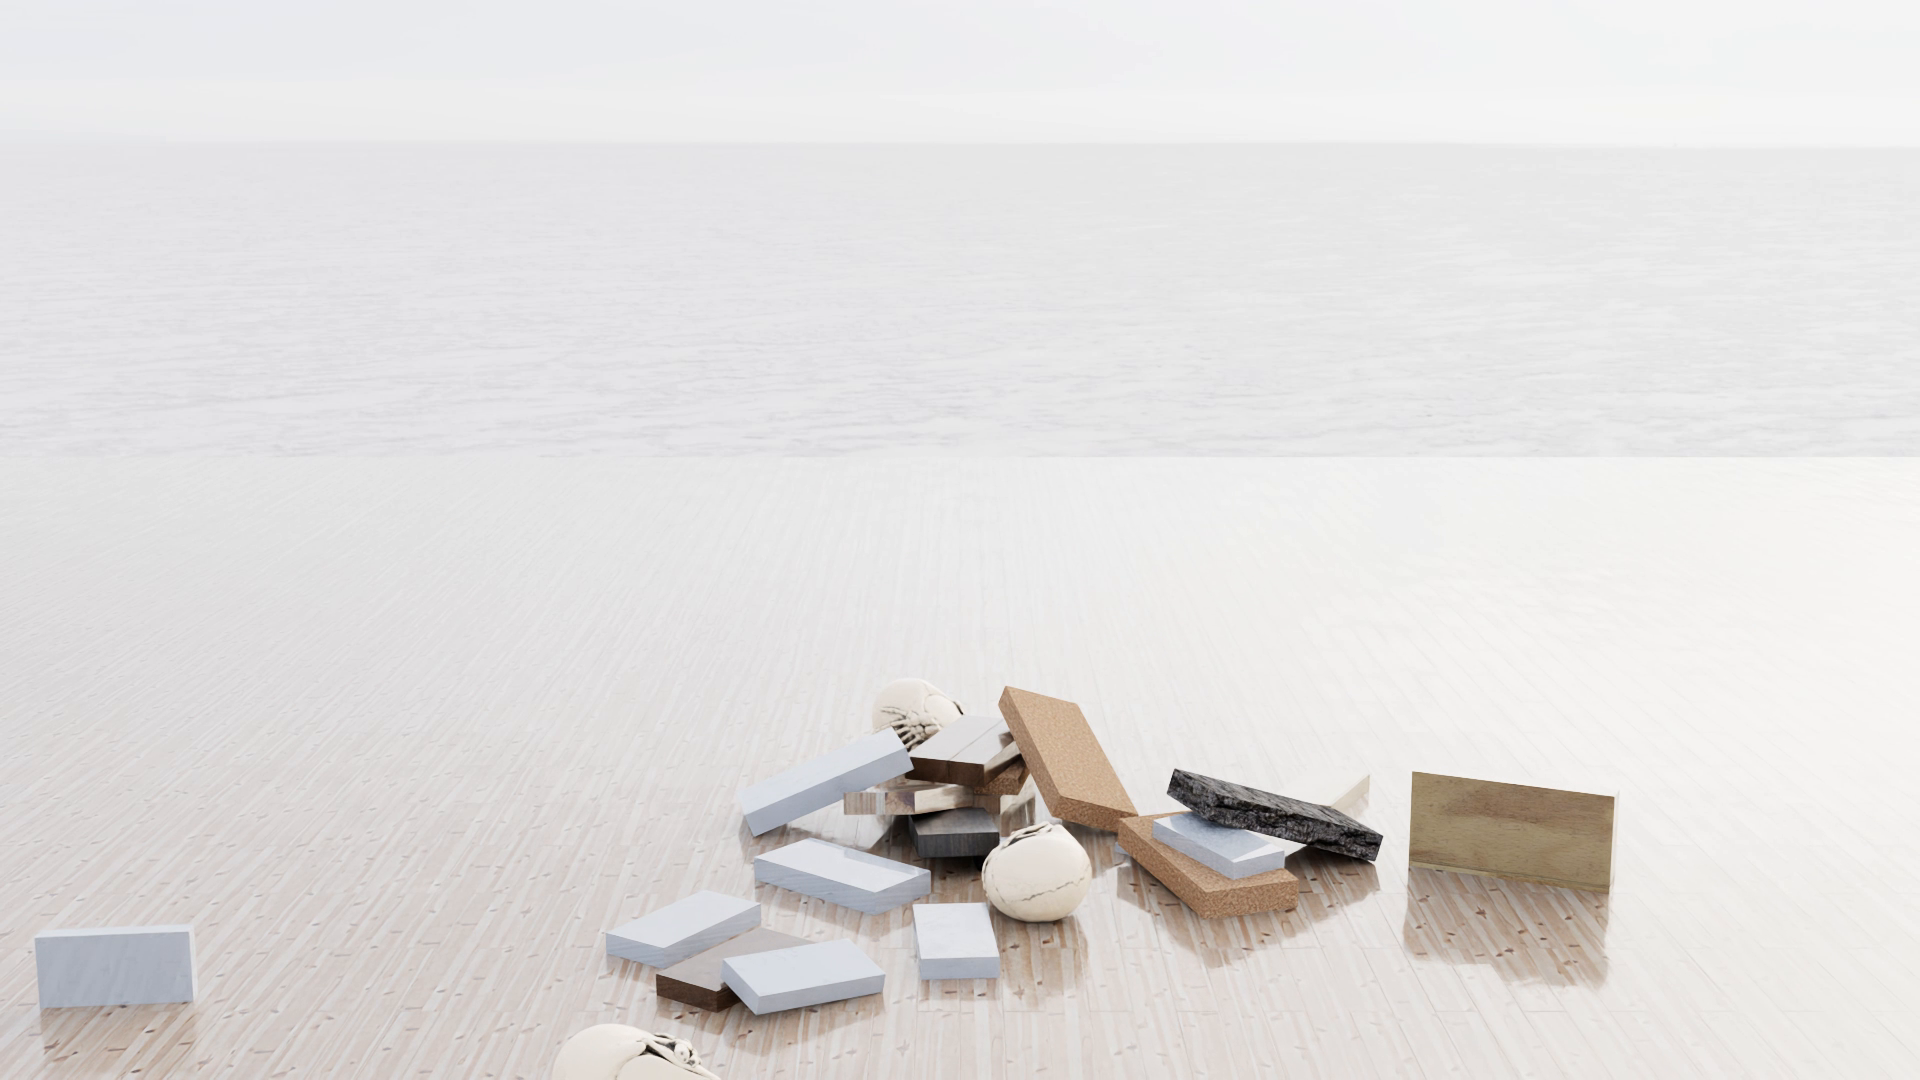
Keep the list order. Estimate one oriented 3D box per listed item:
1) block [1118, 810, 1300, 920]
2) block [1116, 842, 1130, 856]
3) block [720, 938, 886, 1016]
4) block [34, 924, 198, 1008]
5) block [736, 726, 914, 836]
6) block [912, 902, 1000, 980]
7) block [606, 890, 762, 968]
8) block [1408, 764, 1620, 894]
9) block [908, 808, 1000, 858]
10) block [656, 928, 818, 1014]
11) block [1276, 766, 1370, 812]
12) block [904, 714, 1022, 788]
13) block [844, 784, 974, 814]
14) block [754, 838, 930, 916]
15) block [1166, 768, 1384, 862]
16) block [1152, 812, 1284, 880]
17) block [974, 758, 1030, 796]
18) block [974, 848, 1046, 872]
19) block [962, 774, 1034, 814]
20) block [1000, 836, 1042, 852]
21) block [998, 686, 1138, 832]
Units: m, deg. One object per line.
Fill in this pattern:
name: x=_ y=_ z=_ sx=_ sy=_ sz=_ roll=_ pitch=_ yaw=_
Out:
block: x=0.416 y=0.544 z=3.724 sx=0.170 sy=0.048 sz=0.339 roll=-4 pitch=15 yaw=-20
block: x=0.335 y=0.545 z=3.862 sx=0.058 sy=0.016 sz=0.116 roll=-12 pitch=16 yaw=-44
block: x=-0.229 y=0.638 z=3.222 sx=0.216 sy=0.031 sz=0.108 roll=-2 pitch=22 yaw=-36
block: x=-1.229 y=0.621 z=3.206 sx=0.216 sy=0.108 sz=0.031 roll=-1 pitch=11 yaw=-7
block: x=-0.250 y=0.442 z=4.042 sx=0.313 sy=0.044 sz=0.157 roll=-22 pitch=13 yaw=-7
block: x=-0.008 y=0.621 z=3.413 sx=0.118 sy=0.033 sz=0.236 roll=-1 pitch=11 yaw=-4
block: x=-0.433 y=0.611 z=3.464 sx=0.118 sy=0.033 sz=0.236 roll=7 pitch=13 yaw=33
block: x=0.940 y=0.490 z=3.743 sx=0.339 sy=0.170 sz=0.048 roll=5 pitch=12 yaw=25
block: x=-0.013 y=0.512 z=3.863 sx=0.138 sy=0.039 sz=0.276 roll=-1 pitch=2 yaw=-5
block: x=-0.331 y=0.642 z=3.296 sx=0.118 sy=0.033 sz=0.236 roll=7 pitch=13 yaw=34
block: x=0.684 y=0.481 z=4.166 sx=0.116 sy=0.033 sz=0.232 roll=6 pitch=12 yaw=27
block: x=0.025 y=0.401 z=4.205 sx=0.157 sy=0.044 sz=0.313 roll=4 pitch=11 yaw=20
block: x=-0.090 y=0.471 z=3.994 sx=0.138 sy=0.039 sz=0.276 roll=-3 pitch=-4 yaw=22
block: x=-0.199 y=0.564 z=3.702 sx=0.276 sy=0.039 sz=0.138 roll=9 pitch=14 yaw=39
block: x=0.548 y=0.479 z=3.836 sx=0.339 sy=0.048 sz=0.170 roll=16 pitch=3 yaw=-21
block: x=0.433 y=0.510 z=3.699 sx=0.108 sy=0.031 sz=0.216 roll=-8 pitch=17 yaw=-32
block: x=0.072 y=0.438 z=4.219 sx=0.116 sy=0.033 sz=0.232 roll=2 pitch=11 yaw=10
block: x=0.085 y=0.555 z=3.815 sx=0.116 sy=0.016 sz=0.058 roll=-2 pitch=11 yaw=-8
block: x=0.055 y=0.472 z=4.216 sx=0.116 sy=0.033 sz=0.232 roll=3 pitch=11 yaw=17
block: x=0.082 y=0.542 z=3.883 sx=0.116 sy=0.016 sz=0.058 roll=-1 pitch=11 yaw=-6
block: x=0.198 y=0.409 z=4.141 sx=0.157 sy=0.044 sz=0.446 roll=16 pitch=18 yaw=-18
